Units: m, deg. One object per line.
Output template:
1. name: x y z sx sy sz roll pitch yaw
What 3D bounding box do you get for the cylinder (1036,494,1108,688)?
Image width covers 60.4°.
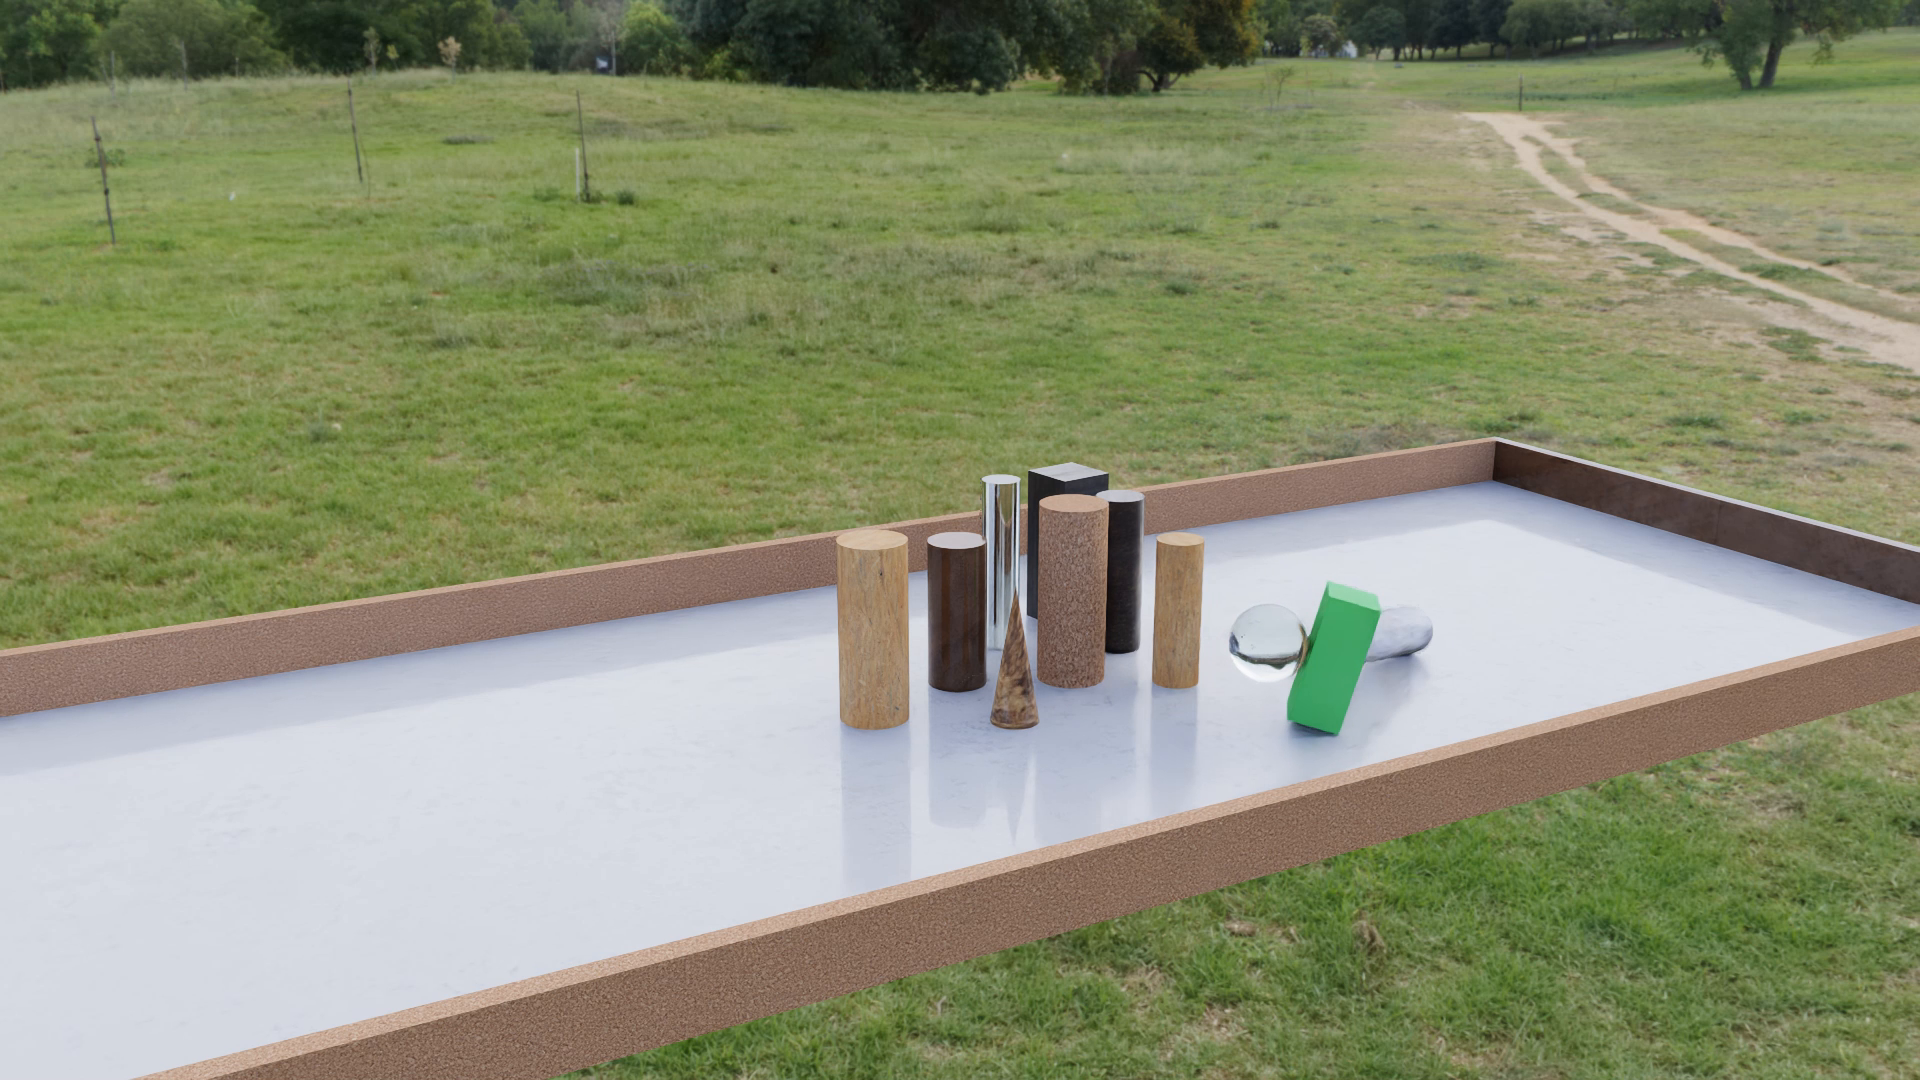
1. cylinder: 0.280 0.127 4.117 0.171 0.454 0.171 0 16 0

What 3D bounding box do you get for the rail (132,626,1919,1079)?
1. rail: -2.336 1.006 1.665 12.000 0.150 0.050 -9 18 -27

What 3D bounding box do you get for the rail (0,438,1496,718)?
1. rail: -3.305 0.497 3.399 12.000 0.150 0.050 -9 18 -27

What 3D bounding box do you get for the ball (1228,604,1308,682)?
1. ball: 0.719 0.241 3.846 0.184 0.184 0.184 0 16 0

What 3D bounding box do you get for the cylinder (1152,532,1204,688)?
1. cylinder: 0.542 0.175 4.100 0.117 0.371 0.117 0 16 0

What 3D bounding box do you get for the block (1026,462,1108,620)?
1. block: 0.296 0.014 4.564 0.156 0.419 0.156 -12 20 -35

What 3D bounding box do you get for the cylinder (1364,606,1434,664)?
1. cylinder: 1.065 0.241 4.184 0.124 0.124 0.395 13 9 37

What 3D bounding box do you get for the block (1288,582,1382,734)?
1. block: 0.867 0.273 3.830 0.120 0.314 0.120 16 18 5

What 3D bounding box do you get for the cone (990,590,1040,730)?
1. cone: 0.129 0.265 3.856 0.117 0.336 0.117 0 16 0

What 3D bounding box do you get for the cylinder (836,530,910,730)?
1. cylinder: -0.203 0.209 3.865 0.166 0.439 0.166 0 16 0

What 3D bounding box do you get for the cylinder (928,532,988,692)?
1. cylinder: -0.007 0.178 4.093 0.148 0.370 0.148 0 16 0

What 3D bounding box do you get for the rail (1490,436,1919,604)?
1. rail: 2.466 -0.048 5.253 0.050 0.150 2.100 -9 18 -27

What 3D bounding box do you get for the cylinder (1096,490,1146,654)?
1. cylinder: 0.417 0.083 4.340 0.127 0.412 0.127 0 16 0

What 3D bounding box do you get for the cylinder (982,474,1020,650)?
1. cylinder: 0.107 0.060 4.347 0.100 0.454 0.100 0 16 0
